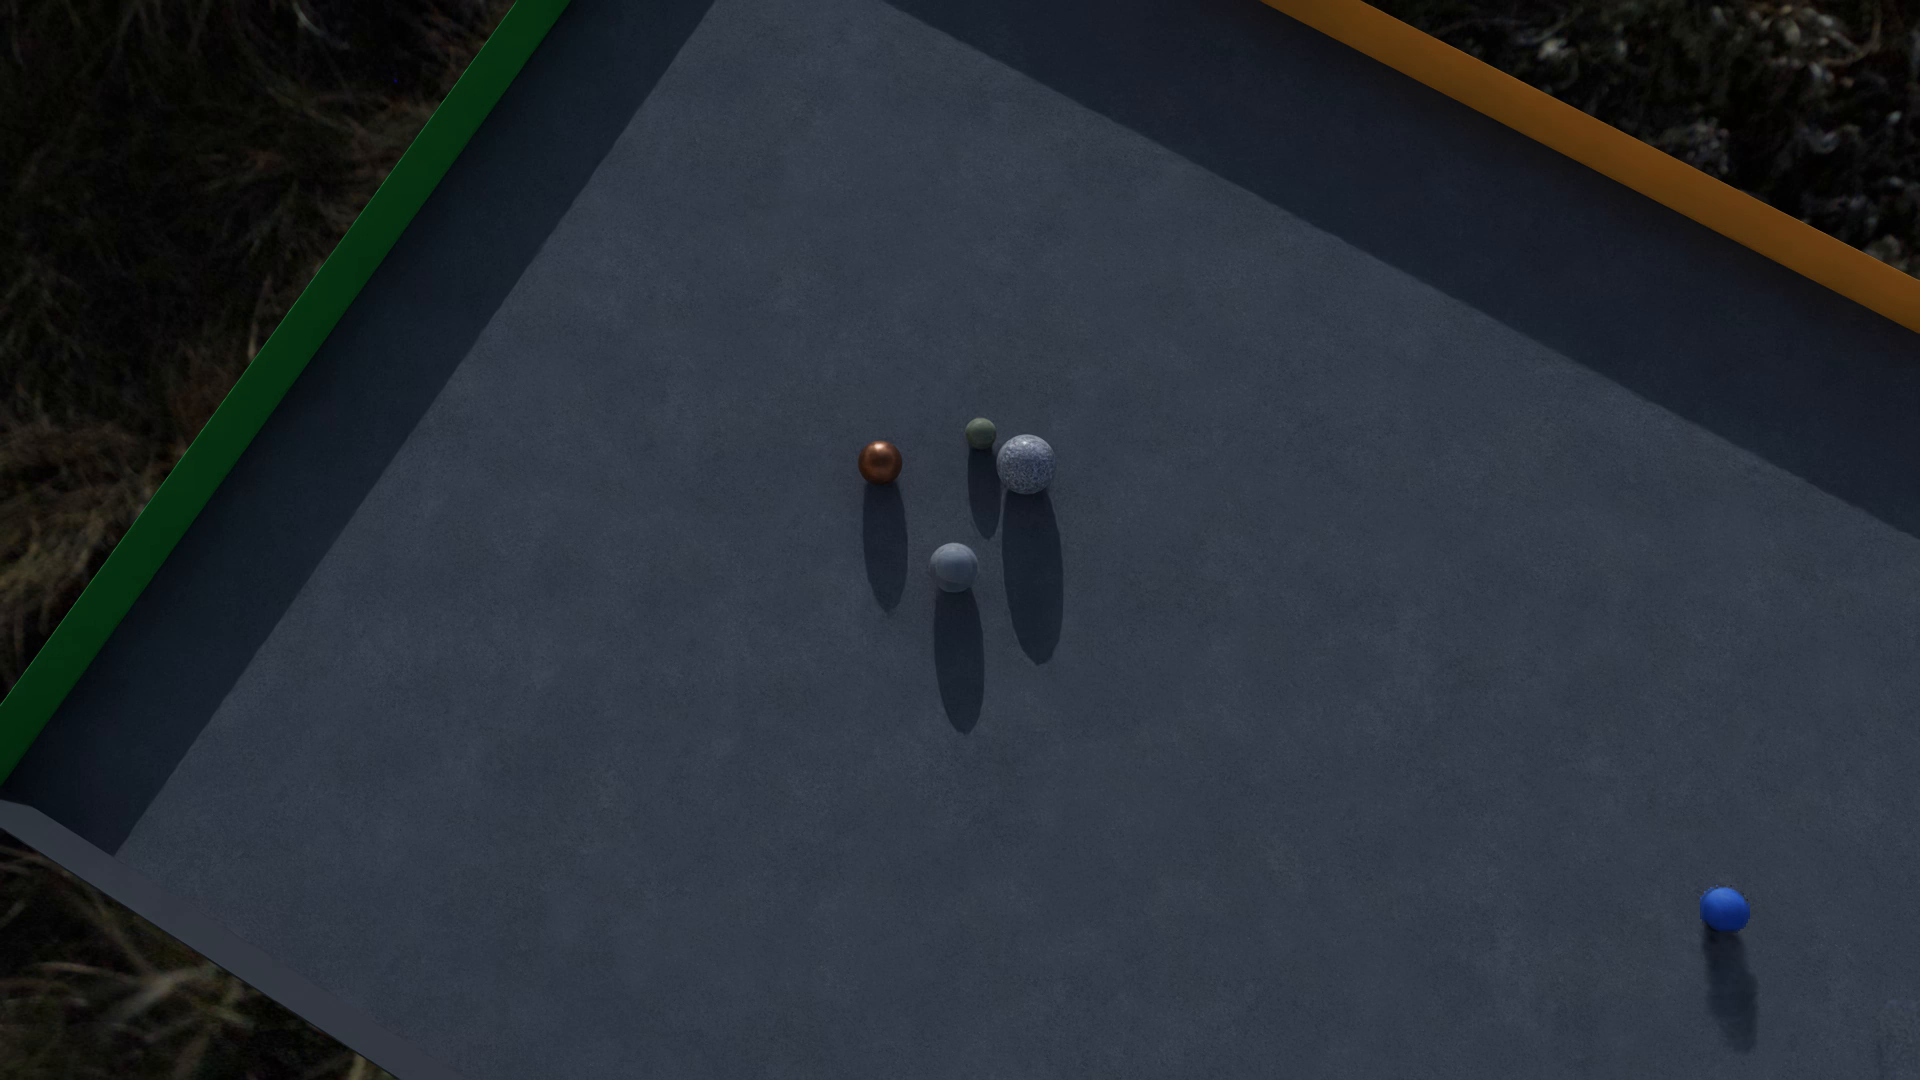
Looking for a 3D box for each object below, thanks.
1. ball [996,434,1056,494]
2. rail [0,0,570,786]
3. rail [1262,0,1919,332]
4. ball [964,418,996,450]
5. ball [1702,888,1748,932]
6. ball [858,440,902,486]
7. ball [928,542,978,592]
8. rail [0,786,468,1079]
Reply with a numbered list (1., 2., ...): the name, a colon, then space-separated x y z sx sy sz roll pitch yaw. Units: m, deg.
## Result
1. ball: 0.103 -0.117 3.411 0.094 0.094 0.094 0 73 0
2. rail: -0.904 -0.514 3.519 0.045 0.122 2.196 29 75 9
3. rail: 1.468 -0.375 3.476 4.287 0.122 0.045 29 75 9
4. ball: 0.032 -0.167 3.449 0.051 0.051 0.051 0 73 0
5. ball: 1.120 0.542 3.221 0.065 0.065 0.065 0 73 0
6. ball: -0.124 -0.120 3.425 0.070 0.070 0.070 0 73 0
7. ball: -0.009 0.042 3.370 0.077 0.077 0.077 0 73 0
8. rail: 0.381 1.395 2.924 4.287 0.122 0.045 29 75 9
